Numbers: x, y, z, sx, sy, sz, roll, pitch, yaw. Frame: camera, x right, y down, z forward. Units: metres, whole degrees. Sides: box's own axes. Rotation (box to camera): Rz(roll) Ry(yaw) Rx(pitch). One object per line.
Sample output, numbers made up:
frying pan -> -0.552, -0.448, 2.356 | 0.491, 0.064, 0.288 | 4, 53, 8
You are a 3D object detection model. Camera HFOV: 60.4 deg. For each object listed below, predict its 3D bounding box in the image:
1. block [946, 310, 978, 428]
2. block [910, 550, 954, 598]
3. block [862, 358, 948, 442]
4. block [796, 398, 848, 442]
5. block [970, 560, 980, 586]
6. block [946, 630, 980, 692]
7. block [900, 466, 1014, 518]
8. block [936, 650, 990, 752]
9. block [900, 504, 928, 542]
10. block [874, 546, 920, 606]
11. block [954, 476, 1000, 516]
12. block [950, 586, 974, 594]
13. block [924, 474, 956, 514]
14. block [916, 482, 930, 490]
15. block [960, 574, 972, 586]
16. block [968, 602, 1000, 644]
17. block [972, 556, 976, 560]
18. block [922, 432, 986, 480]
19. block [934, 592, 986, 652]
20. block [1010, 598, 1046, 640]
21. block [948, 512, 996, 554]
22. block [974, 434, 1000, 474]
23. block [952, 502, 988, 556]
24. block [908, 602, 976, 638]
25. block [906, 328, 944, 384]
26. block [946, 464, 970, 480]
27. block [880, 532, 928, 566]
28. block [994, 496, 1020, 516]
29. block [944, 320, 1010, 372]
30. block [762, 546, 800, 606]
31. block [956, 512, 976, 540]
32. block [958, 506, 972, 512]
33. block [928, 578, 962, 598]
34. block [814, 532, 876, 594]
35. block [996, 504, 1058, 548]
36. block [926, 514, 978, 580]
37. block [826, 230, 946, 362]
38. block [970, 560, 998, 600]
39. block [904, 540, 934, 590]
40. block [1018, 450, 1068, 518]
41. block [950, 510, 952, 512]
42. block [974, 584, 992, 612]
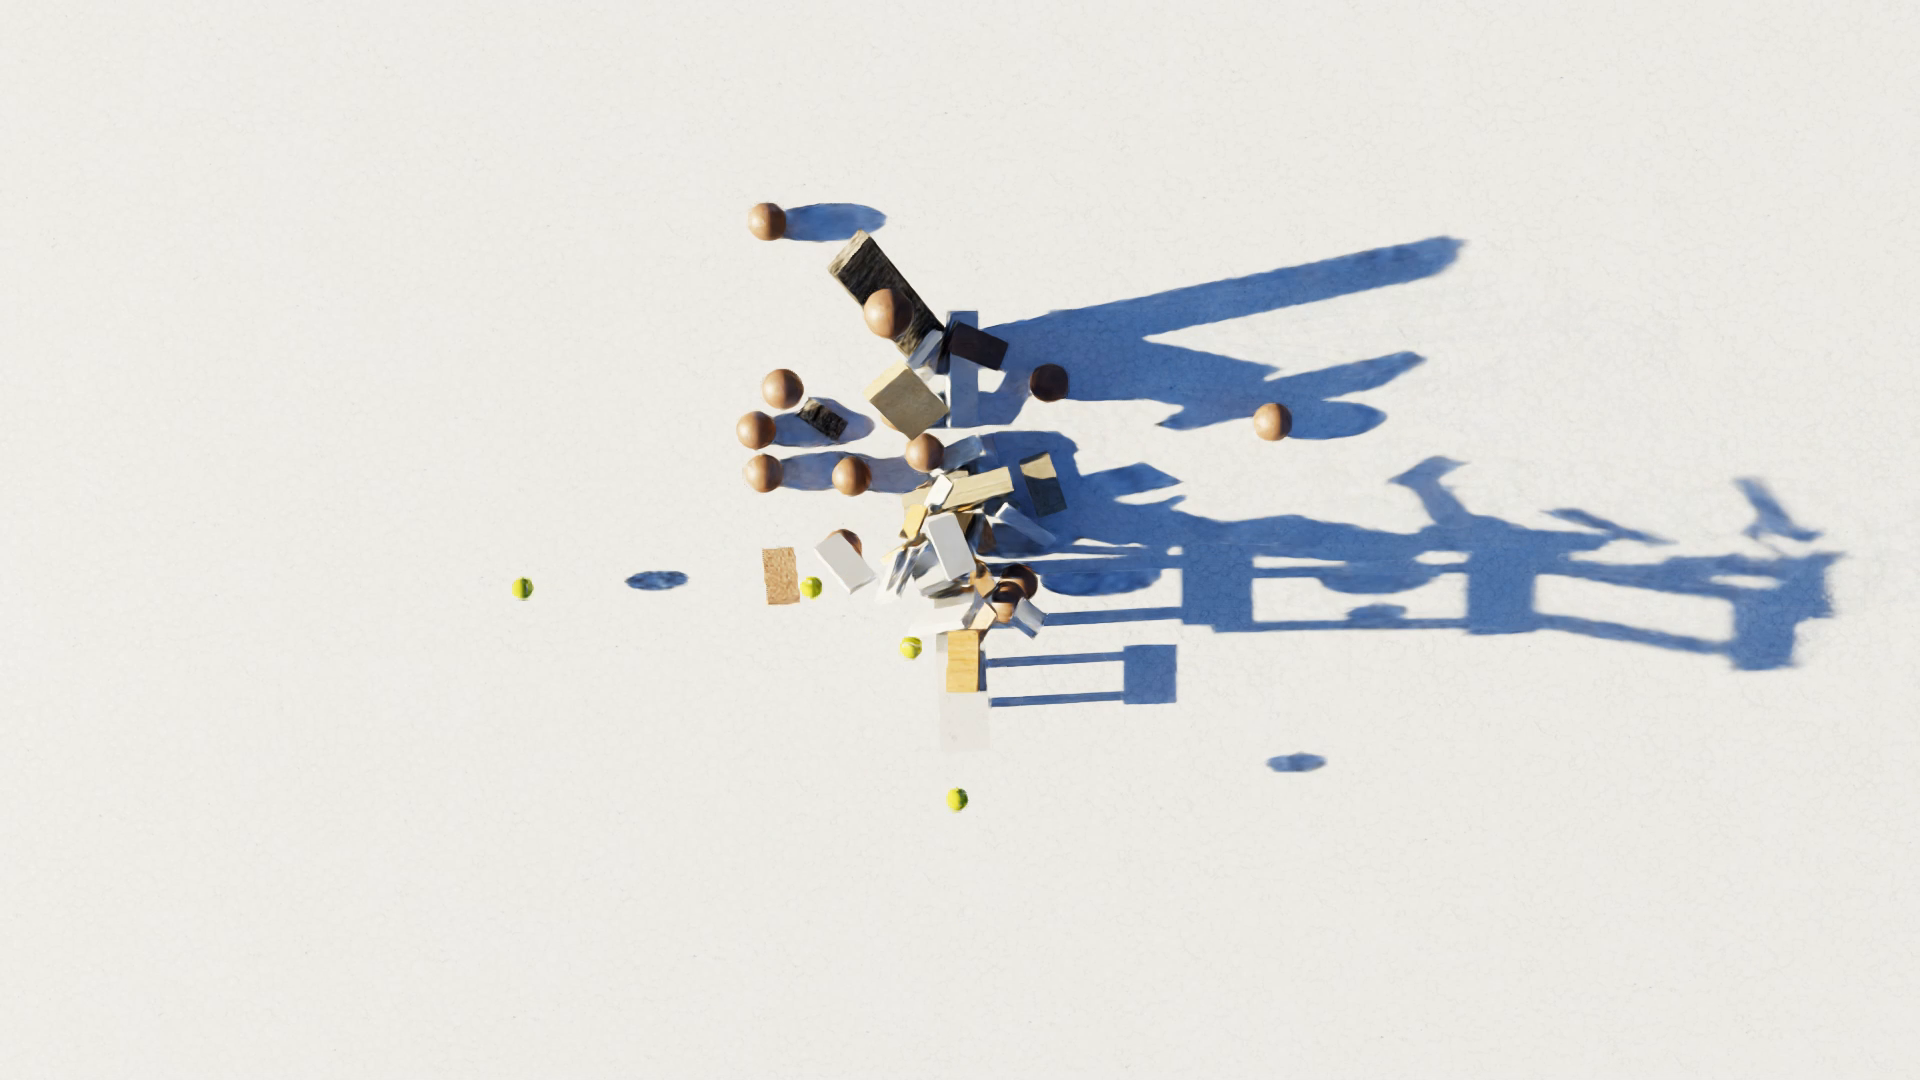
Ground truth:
block -> 0.008, -0.563, 5.424 | 0.102, 0.029, 0.383 | -6, 104, -25
block -> -0.092, 0.096, 4.845 | 0.101, 0.202, 0.029 | -21, 118, -5
block -> -0.166, -0.428, 5.075 | 0.156, 0.311, 0.044 | -40, 59, 6
block -> -0.457, -0.402, 5.489 | 0.156, 0.022, 0.078 | 34, 90, 0
block -> -0.004, 0.196, 5.212 | 0.134, 0.038, 0.268 | 0, 90, 0
block -> 0.009, 0.336, 4.567 | 0.086, 0.024, 0.171 | 0, 86, 12
block -> -0.008, -0.148, 5.350 | 0.360, 0.026, 0.091 | -15, 62, 4
block -> 0.009, 0.451, 4.610 | 0.138, 0.039, 0.275 | -3, 90, 0
block -> -0.138, -0.052, 4.923 | 0.054, 0.015, 0.109 | 12, 70, 29
block -> -0.184, 0.105, 4.843 | 0.026, 0.092, 0.185 | 42, 47, -25
block -> 0.049, -0.144, 5.401 | 0.157, 0.022, 0.078 | 21, 112, 13
block -> -0.001, 0.278, 4.899 | 0.137, 0.039, 0.275 | -3, 91, 0
block -> -0.062, -0.138, 4.961 | 0.054, 0.015, 0.109 | 43, 112, 29
block -> -0.106, -0.141, 5.473 | 0.047, 0.013, 0.094 | -29, 110, -13
block -> -0.012, 0.116, 5.095 | 0.094, 0.187, 0.027 | 0, 109, 8
block -> 0.064, 0.231, 4.580 | 0.052, 0.015, 0.104 | 49, 118, 35
block -> -0.001, 0.047, 5.391 | 0.109, 0.218, 0.031 | 2, 106, 0
block -> -0.020, -0.276, 5.445 | 0.211, 0.022, 0.078 | -23, 75, 19
block -> -0.001, 0.248, 4.752 | 0.138, 0.275, 0.039 | -4, 123, 0
block -> 0.193, 0.222, 4.696 | 0.086, 0.171, 0.024 | 37, 109, -1
block -> 0.040, -0.042, 5.402 | 0.109, 0.218, 0.031 | -9, 134, -11
block -> 0.086, -0.270, 5.473 | 0.078, 0.022, 0.156 | -11, 89, -25
block -> 0.016, -0.029, 5.318 | 0.109, 0.218, 0.031 | -8, 131, 22
block -> -0.049, 0.226, 4.670 | 0.185, 0.092, 0.026 | -13, 114, 33
block -> -0.136, -0.535, 5.259 | 0.044, 0.311, 0.156 | 21, 127, 8
block -> -0.006, -0.214, 5.458 | 0.078, 0.022, 0.157 | -13, 78, 25
block -> -0.175, 0.029, 5.147 | 0.091, 0.183, 0.026 | -34, 93, -28
block -> 0.109, -0.127, 5.445 | 0.157, 0.022, 0.078 | 29, 63, 22
block -> 0.054, -0.634, 5.397 | 0.204, 0.029, 0.102 | 20, 92, -29
block -> -0.501, 0.100, 4.611 | 0.091, 0.026, 0.183 | -5, 51, -8
block -> -0.025, -0.003, 5.238 | 0.094, 0.245, 0.027 | -6, 125, 24
block -> 0.008, -0.137, 5.364 | 0.047, 0.013, 0.095 | -17, 62, 3
block -> -0.055, 0.114, 4.902 | 0.101, 0.202, 0.029 | -17, 108, 0
block -> -0.336, 0.067, 4.808 | 0.092, 0.026, 0.184 | -31, 62, -22
block -> 0.218, -0.045, 5.397 | 0.054, 0.015, 0.269 | -46, 134, 13
block -> -0.024, 0.019, 4.600 | 0.085, 0.024, 0.171 | -21, 82, -12
block -> -0.203, -0.729, 5.169 | 0.044, 0.723, 0.156 | 39, 88, 28
block -> 0.065, 0.111, 4.606 | 0.052, 0.015, 0.104 | -43, 48, 18
block -> -0.144, 0.085, 5.020 | 0.029, 0.202, 0.101 | 43, 124, -10
block -> 0.276, -0.184, 5.486 | 0.102, 0.029, 0.204 | -19, 90, 0
block -> 0.010, -0.129, 5.376 | 0.095, 0.013, 0.047 | -16, 52, 16
block -> 0.065, 0.156, 4.627 | 0.052, 0.015, 0.104 | 7, 60, -10
